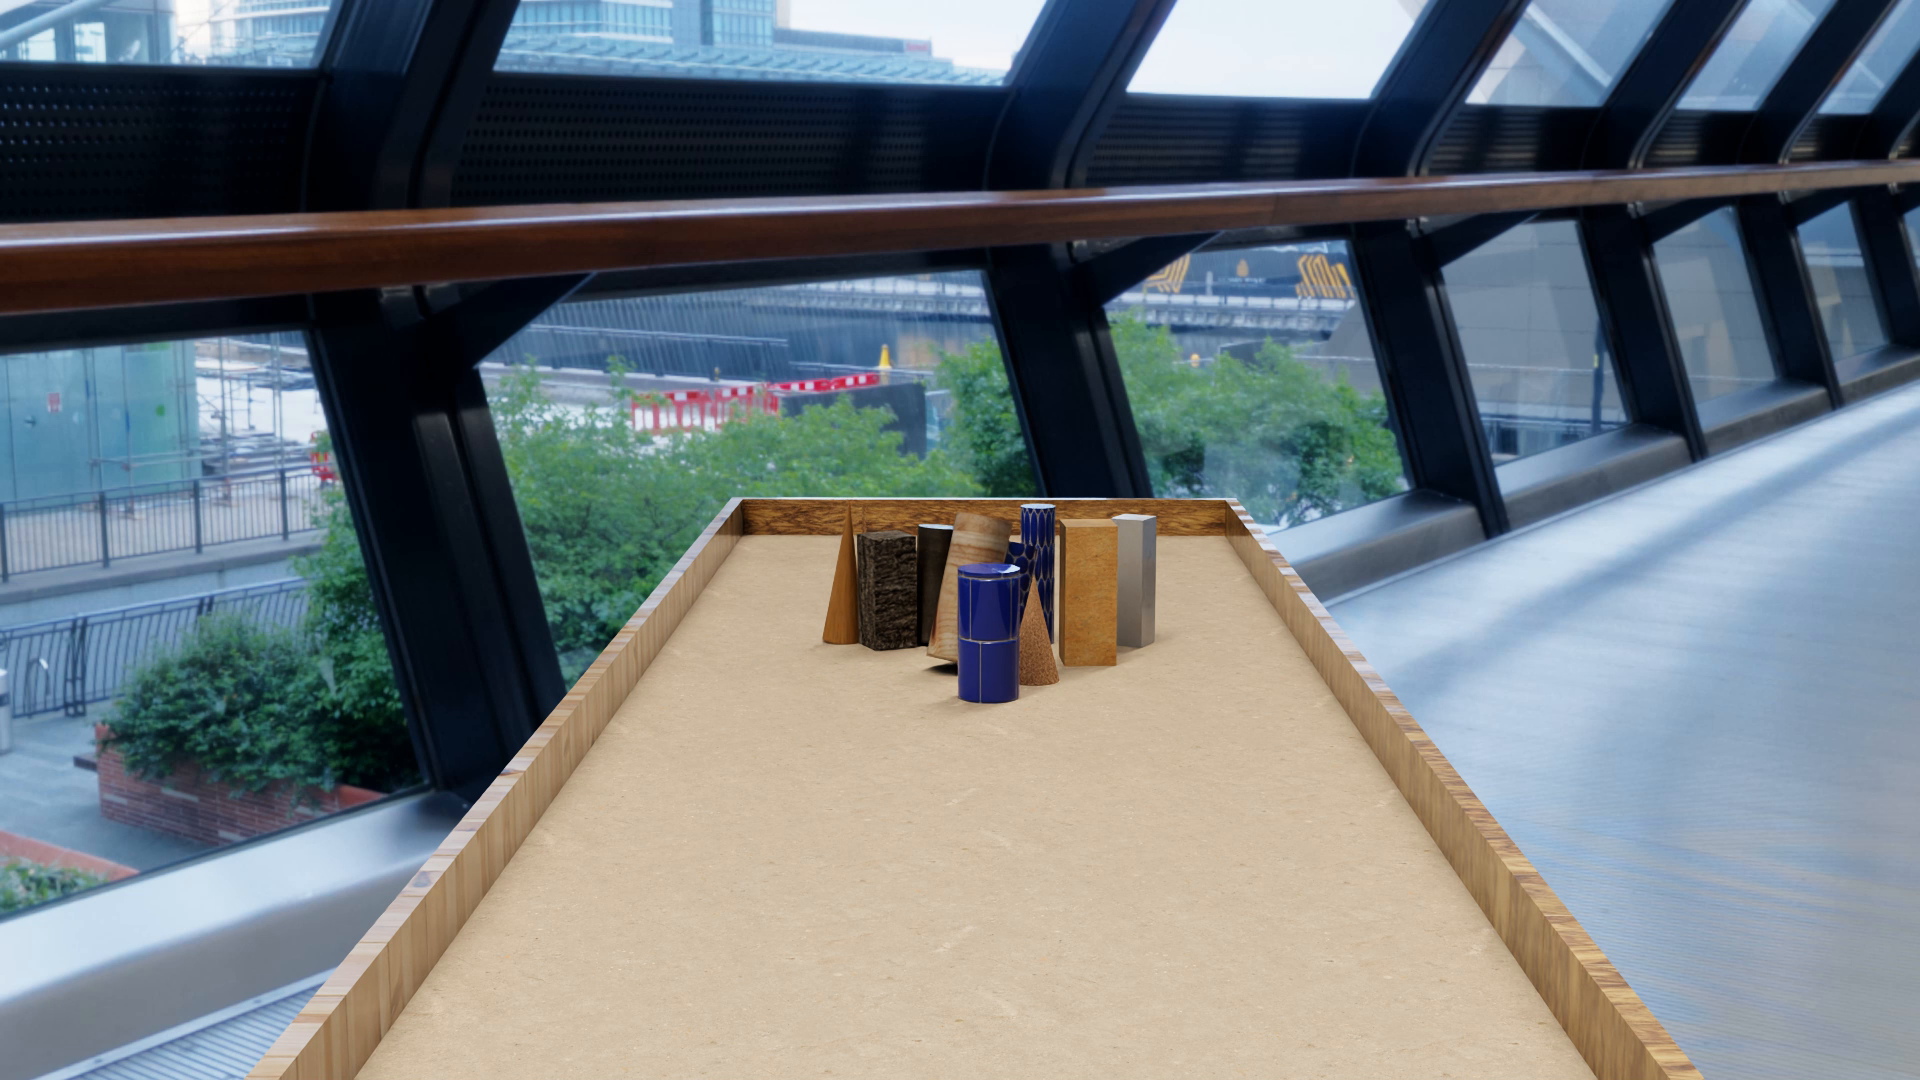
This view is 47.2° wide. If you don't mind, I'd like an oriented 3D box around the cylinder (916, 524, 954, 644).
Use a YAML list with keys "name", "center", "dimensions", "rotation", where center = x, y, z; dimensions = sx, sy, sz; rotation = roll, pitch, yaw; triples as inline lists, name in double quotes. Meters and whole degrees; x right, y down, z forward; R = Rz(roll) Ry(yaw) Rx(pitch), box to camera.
- name: "cylinder"
  center: [-0.070, 0.138, 6.945]
  dimensions: [0.148, 0.362, 0.148]
  rotation: [4, 5, 0]

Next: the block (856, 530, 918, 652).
- name: "block"
  center: [-0.228, 0.158, 6.889]
  dimensions: [0.140, 0.351, 0.140]
  rotation: [-5, 10, -25]

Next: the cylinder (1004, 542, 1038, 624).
- name: "cylinder"
  center: [0.125, 0.176, 6.710]
  dimensions: [0.179, 0.333, 0.179]
  rotation: [10, -5, 1]

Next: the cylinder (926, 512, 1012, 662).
- name: "cylinder"
  center: [0.028, 0.149, 6.567]
  dimensions: [0.171, 0.439, 0.171]
  rotation: [12, -4, 1]

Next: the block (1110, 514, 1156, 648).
- name: "block"
  center: [0.544, 0.127, 6.916]
  dimensions: [0.108, 0.403, 0.108]
  rotation: [5, 10, 27]

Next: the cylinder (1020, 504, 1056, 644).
- name: "cylinder"
  center: [0.245, 0.109, 6.928]
  dimensions: [0.108, 0.436, 0.108]
  rotation: [0, 9, 0]

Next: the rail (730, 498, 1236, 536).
- name: "rail"
  center: [0.099, -0.098, 9.147]
  dimensions: [2.100, 0.150, 0.050]
  rotation: [0, 9, 1]

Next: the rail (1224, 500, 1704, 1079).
- name: "rail"
  center: [1.046, 0.843, 3.208]
  dimensions: [0.050, 0.150, 12.000]
  rotation: [0, 9, 1]

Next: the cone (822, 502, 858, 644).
- name: "cone"
  center: [-0.359, 0.092, 6.958]
  dimensions: [0.134, 0.454, 0.134]
  rotation: [3, 9, 0]

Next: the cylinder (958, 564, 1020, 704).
- name: "cylinder"
  center: [0.081, 0.261, 6.183]
  dimensions: [0.174, 0.369, 0.174]
  rotation: [0, 9, 0]

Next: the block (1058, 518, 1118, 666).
- name: "block"
  center: [0.387, 0.158, 6.658]
  dimensions: [0.156, 0.424, 0.156]
  rotation: [-1, 9, -4]

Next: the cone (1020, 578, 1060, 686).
- name: "cone"
  center: [0.214, 0.254, 6.402]
  dimensions: [0.153, 0.315, 0.153]
  rotation: [0, 9, 0]

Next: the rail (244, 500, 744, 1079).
- name: "rail"
  center: [-1.004, 0.839, 3.234]
  dimensions: [0.050, 0.150, 12.000]
  rotation: [0, 9, 1]
